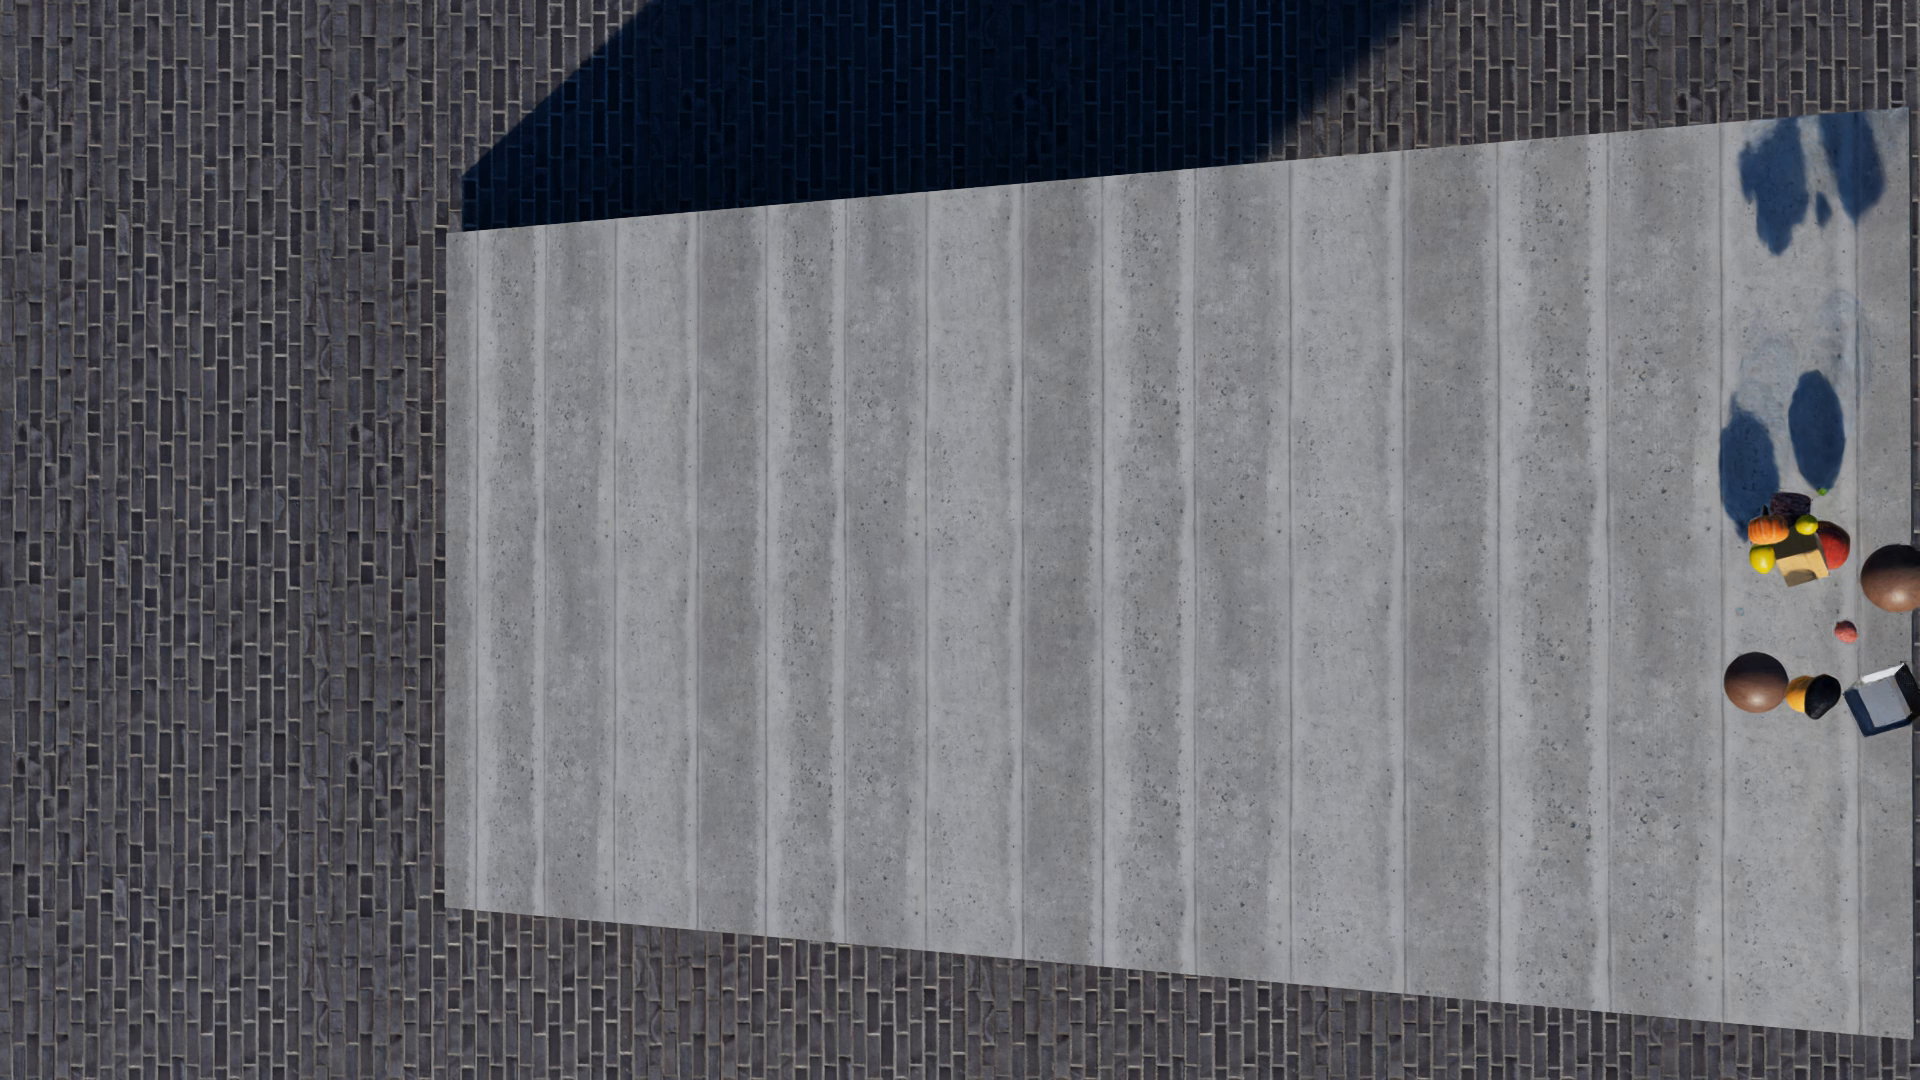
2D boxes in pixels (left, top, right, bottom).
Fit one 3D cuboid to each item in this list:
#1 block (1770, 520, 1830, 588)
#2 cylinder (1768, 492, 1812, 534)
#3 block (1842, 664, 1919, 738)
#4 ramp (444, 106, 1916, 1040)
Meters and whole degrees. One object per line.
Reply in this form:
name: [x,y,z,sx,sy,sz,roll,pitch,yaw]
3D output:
block: [1.695,0.028,4.439,0.082,0.082,0.082,-19,127,25]
cylinder: [1.700,-0.050,4.508,0.077,0.077,0.077,0,109,0]
block: [1.774,0.308,4.216,0.095,0.095,0.095,-22,86,-44]
ramp: [0.279,0.079,5.665,4.000,0.100,2.000,0,89,27]
